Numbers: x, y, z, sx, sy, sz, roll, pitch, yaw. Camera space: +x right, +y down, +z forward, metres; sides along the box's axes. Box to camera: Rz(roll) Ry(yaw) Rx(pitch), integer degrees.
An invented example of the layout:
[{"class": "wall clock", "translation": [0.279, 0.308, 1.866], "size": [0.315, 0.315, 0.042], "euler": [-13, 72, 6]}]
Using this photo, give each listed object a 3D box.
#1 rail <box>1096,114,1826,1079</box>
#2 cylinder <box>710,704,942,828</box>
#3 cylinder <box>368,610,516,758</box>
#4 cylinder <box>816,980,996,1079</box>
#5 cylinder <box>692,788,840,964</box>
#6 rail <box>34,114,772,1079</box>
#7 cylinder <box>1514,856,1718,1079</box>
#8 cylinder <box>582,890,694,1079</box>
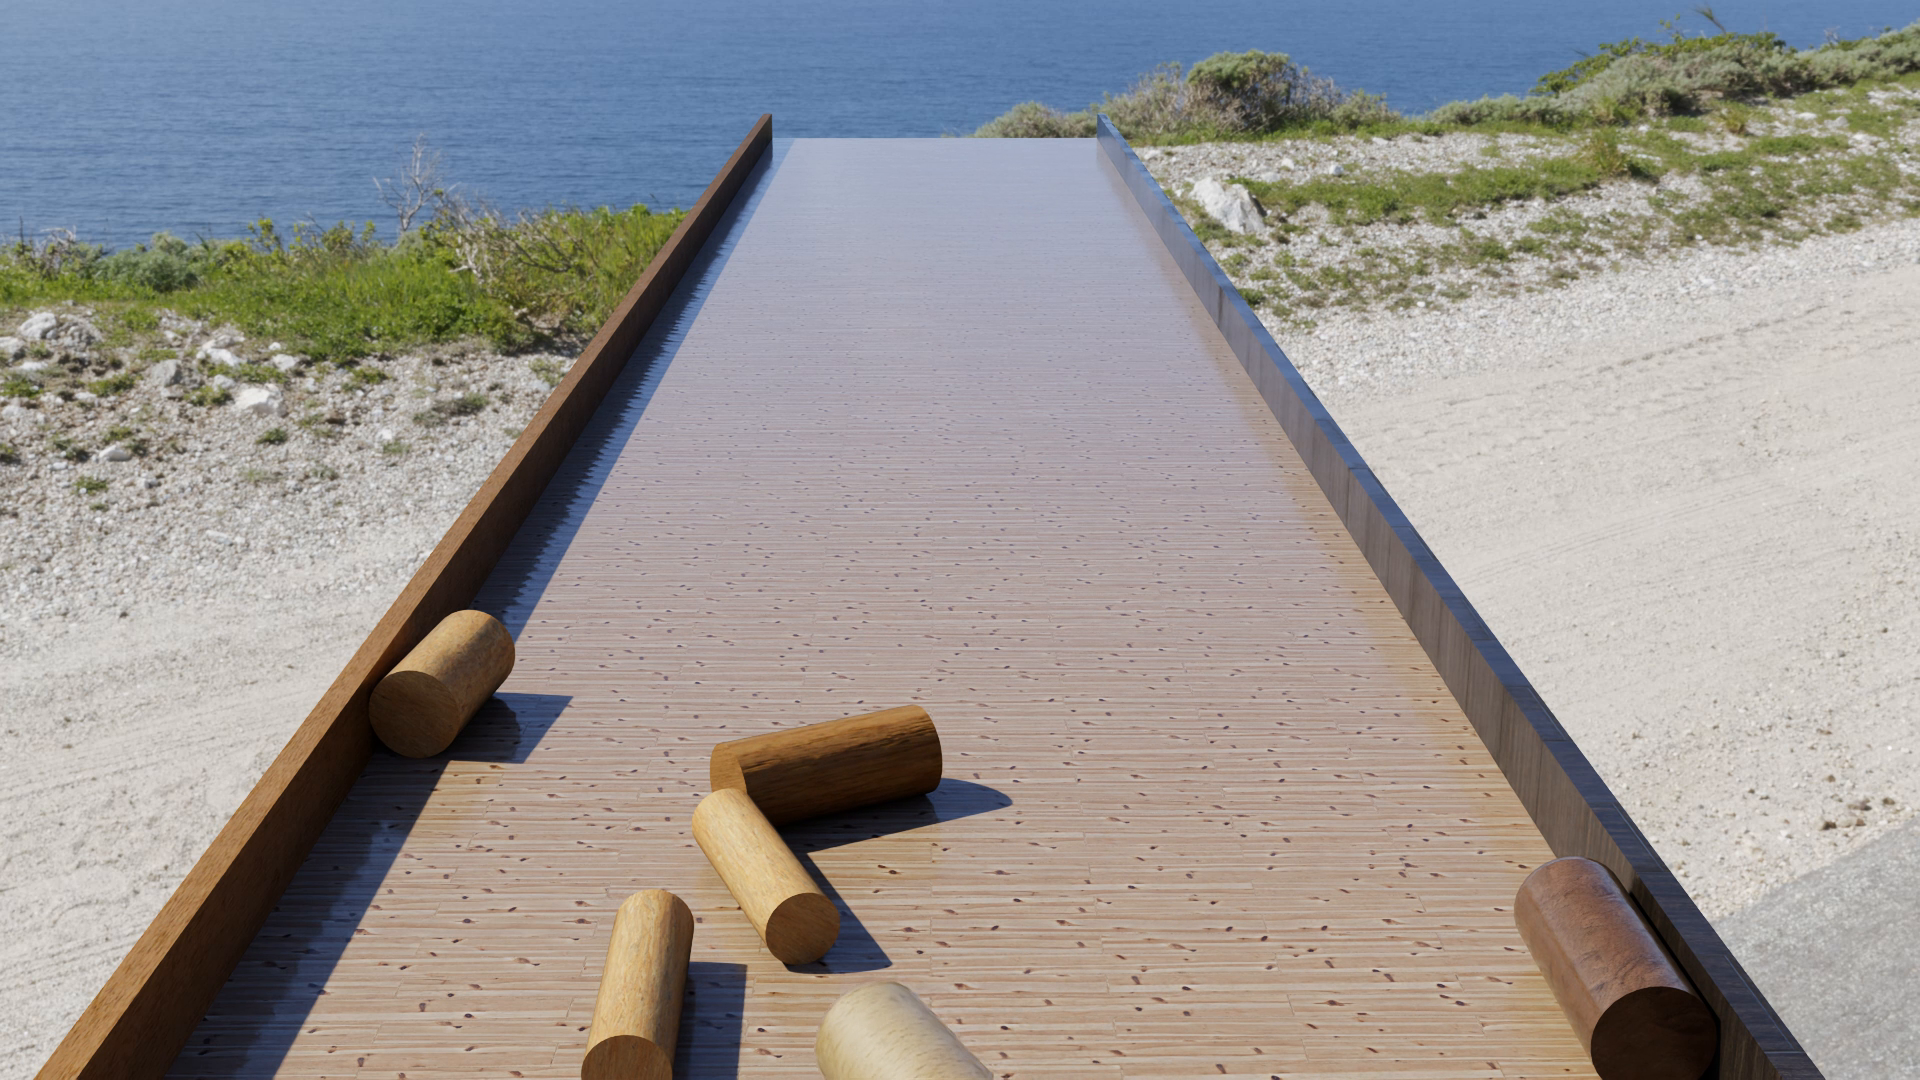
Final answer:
[{"class": "rail", "translation": [0.932, -0.844, 7.801], "size": [0.050, 0.150, 12.000], "euler": [0, 17, -1]}, {"class": "cylinder", "translation": [-0.222, 0.382, 3.673], "size": [0.357, 0.154, 0.154], "euler": [-9, 19, -28]}, {"class": "cylinder", "translation": [-0.951, 0.261, 4.059], "size": [0.166, 0.166, 0.339], "euler": [2, 17, 5]}, {"class": "cylinder", "translation": [-0.036, 0.682, 2.664], "size": [0.155, 0.155, 0.354], "euler": [-8, 18, -24]}, {"class": "cylinder", "translation": [-0.300, 0.504, 3.336], "size": [0.113, 0.113, 0.407], "euler": [-6, 18, -21]}, {"class": "rail", "translation": [-1.118, -0.838, 7.780], "size": [0.050, 0.150, 12.000], "euler": [0, 17, -1]}, {"class": "cylinder", "translation": [0.880, 0.584, 2.980], "size": [0.161, 0.161, 0.388], "euler": [0, 17, -1]}, {"class": "cylinder", "translation": [-0.429, 0.614, 2.963], "size": [0.114, 0.114, 0.416], "euler": [-1, 17, -3]}]
